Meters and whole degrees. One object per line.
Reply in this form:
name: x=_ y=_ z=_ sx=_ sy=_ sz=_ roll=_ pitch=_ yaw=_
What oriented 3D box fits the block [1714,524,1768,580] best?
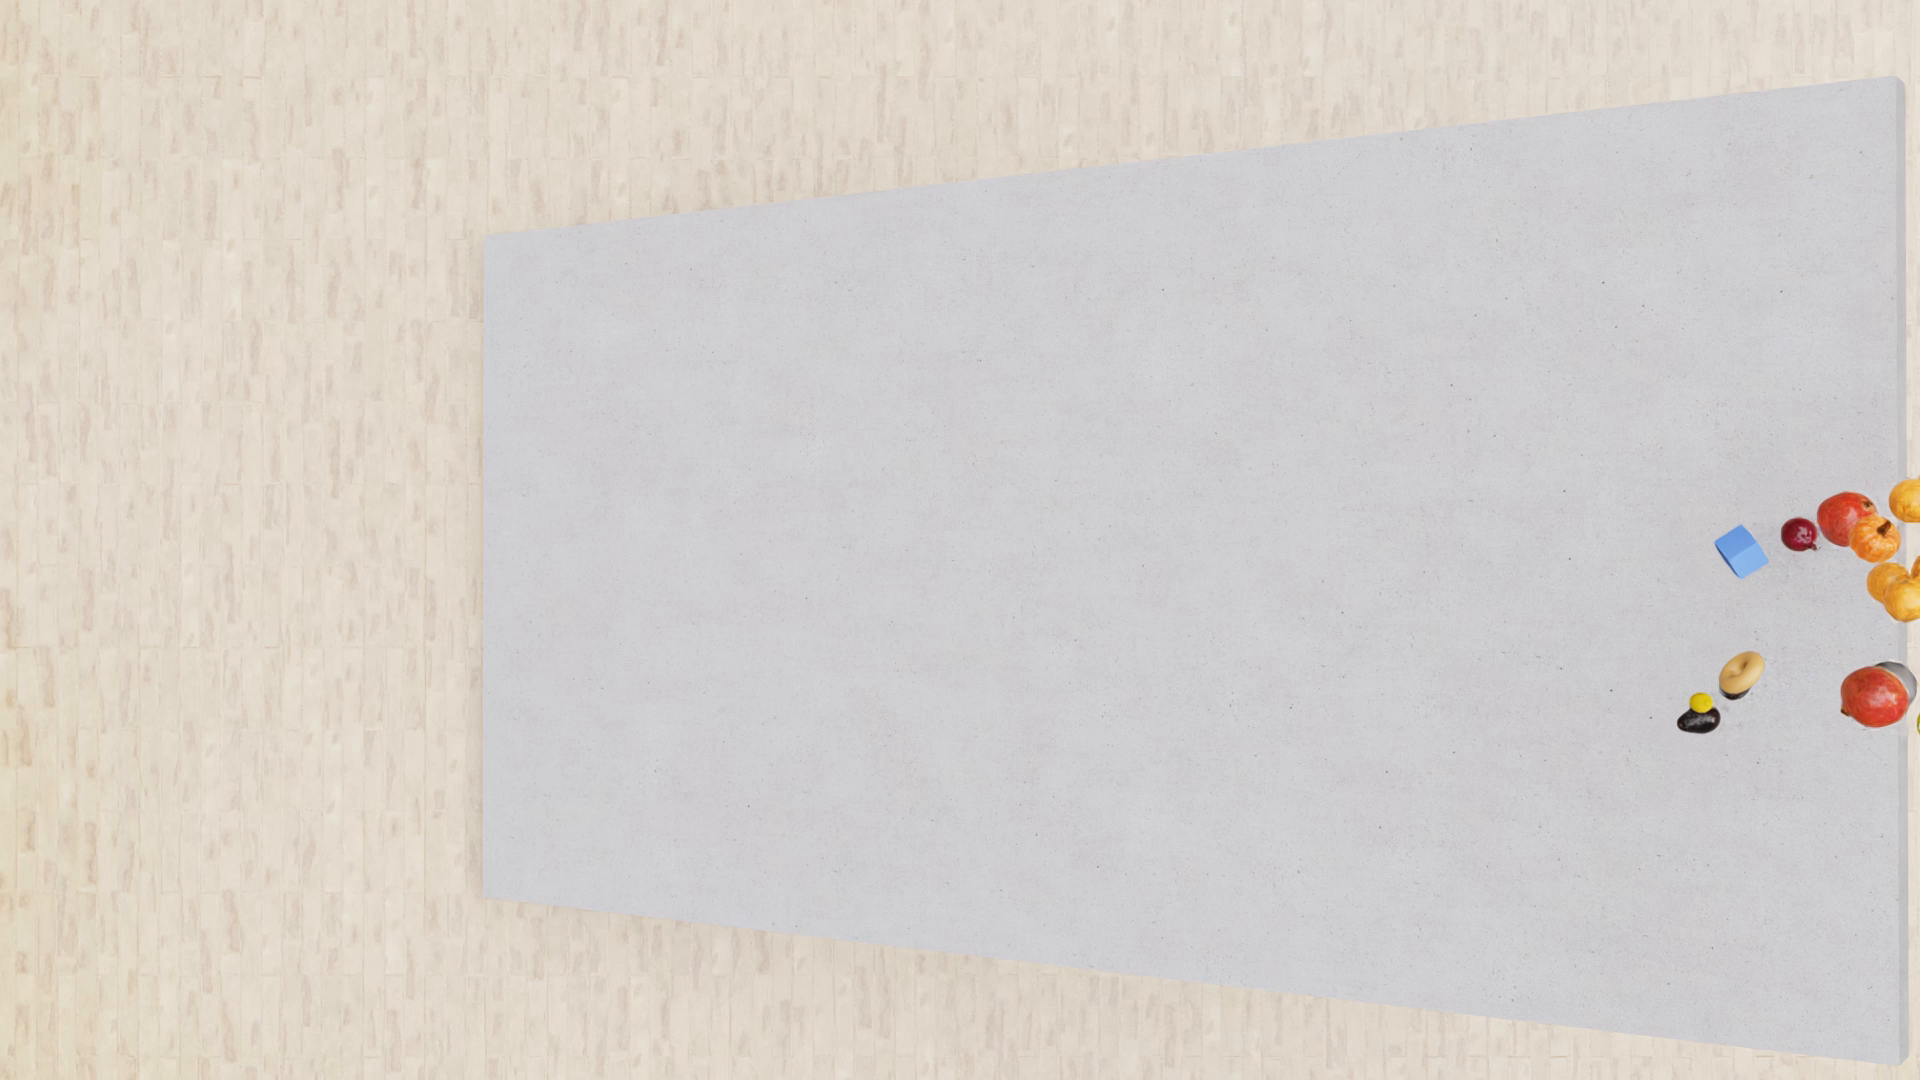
block: x=1.577 y=0.024 z=4.439 sx=0.066 sy=0.066 sz=0.066 roll=-35 pitch=125 yaw=11

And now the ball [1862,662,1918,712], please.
ball: x=1.726 y=0.272 z=4.081 sx=0.094 sy=0.094 sz=0.094 roll=0 pitch=90 yaw=0

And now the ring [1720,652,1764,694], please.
ring: x=1.482 y=0.251 z=4.170 sx=0.032 sy=0.095 sz=0.095 roll=42 pitch=90 yaw=-13

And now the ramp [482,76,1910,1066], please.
ramp: x=0.253 y=0.070 z=5.586 sx=4.000 sy=0.100 sz=2.000 roll=0 pitch=89 yaw=34
